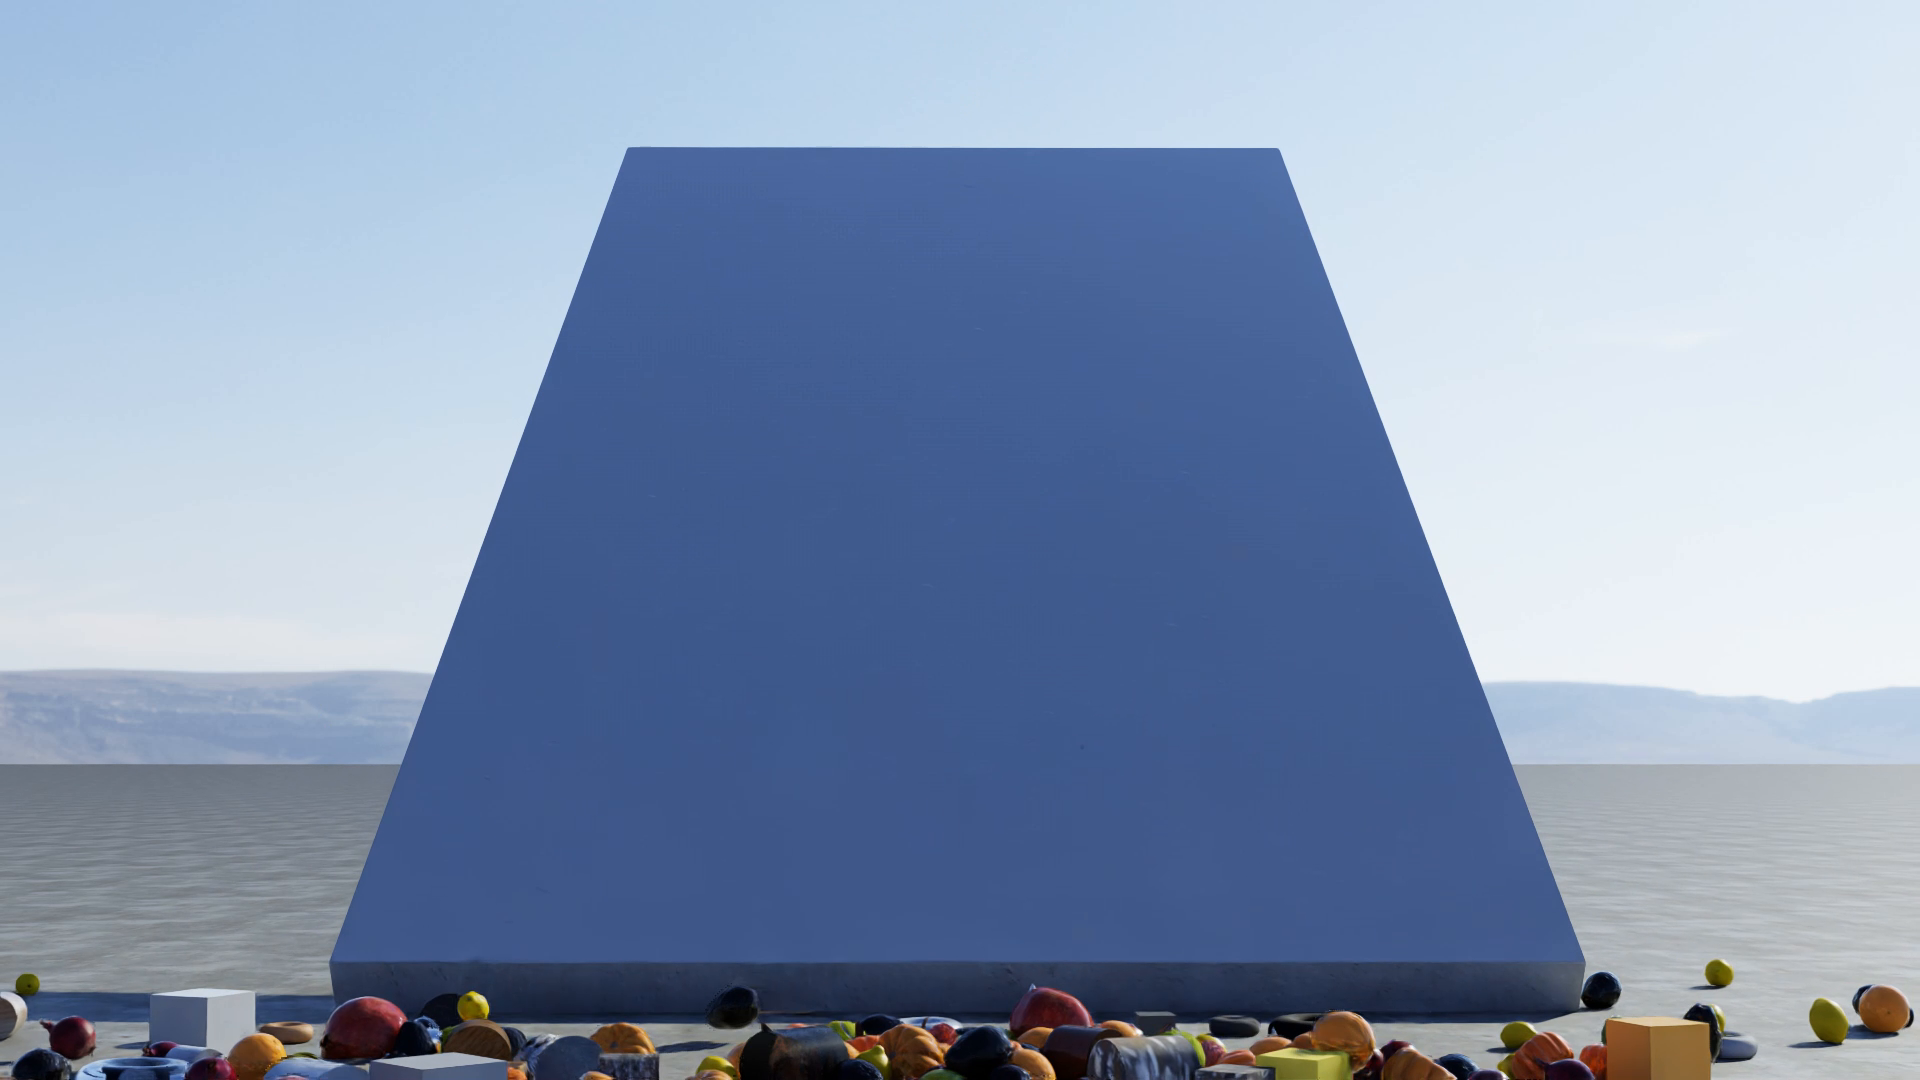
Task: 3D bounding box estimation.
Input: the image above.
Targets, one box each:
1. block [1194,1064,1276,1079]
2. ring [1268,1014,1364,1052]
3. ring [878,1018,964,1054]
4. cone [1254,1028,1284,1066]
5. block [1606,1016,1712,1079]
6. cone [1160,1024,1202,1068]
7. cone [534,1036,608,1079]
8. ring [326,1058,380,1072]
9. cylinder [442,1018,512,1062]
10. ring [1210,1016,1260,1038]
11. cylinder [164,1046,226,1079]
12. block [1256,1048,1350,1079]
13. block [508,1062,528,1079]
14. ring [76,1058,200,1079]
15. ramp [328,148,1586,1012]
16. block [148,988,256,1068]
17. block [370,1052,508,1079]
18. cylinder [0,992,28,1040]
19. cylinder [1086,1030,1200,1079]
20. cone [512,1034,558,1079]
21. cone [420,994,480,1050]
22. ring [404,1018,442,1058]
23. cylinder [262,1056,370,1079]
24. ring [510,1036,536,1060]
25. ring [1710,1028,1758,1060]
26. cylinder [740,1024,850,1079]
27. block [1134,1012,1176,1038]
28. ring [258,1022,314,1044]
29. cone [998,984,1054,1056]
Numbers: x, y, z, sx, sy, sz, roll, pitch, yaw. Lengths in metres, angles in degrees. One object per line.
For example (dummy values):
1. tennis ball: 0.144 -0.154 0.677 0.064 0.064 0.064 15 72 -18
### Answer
1. block: 0.304 0.618 2.636 0.065 0.065 0.065 -4 -6 34
2. ring: 0.500 0.693 3.349 0.136 0.045 0.136 0 -4 0
3. ring: -0.054 0.696 3.352 0.122 0.041 0.122 -1 -5 0
4. cone: 0.410 0.666 3.118 0.057 0.057 0.057 0 -5 0
5. block: 0.853 0.632 2.915 0.087 0.087 0.087 2 -6 -21
6. cone: 0.288 0.676 3.097 0.072 0.072 0.072 27 -8 -5
7. cone: -0.458 0.651 2.859 0.087 0.087 0.087 0 -32 1
8. ring: -0.737 0.647 2.846 0.139 0.046 0.139 -1 -6 0
9. cylinder: -0.595 0.636 2.936 0.084 0.084 0.084 1 -5 -11
10. ring: 0.406 0.719 3.527 0.075 0.025 0.075 1 -4 0
11. cylinder: -0.940 0.650 2.929 0.055 0.055 0.055 -3 -6 35
12. block: 0.385 0.614 2.671 0.077 0.077 0.077 -4 -6 36
13. block: -0.537 0.639 2.792 0.051 0.051 0.051 0 -5 0
14. ring: -0.979 0.645 2.840 0.143 0.048 0.143 1 -6 0
15. ramp: -0.011 -0.223 5.584 2.000 0.100 4.000 0 28 0
16. block: -1.011 0.653 3.185 0.095 0.095 0.095 -2 -6 23
17. block: -0.533 0.582 2.435 0.100 0.100 0.100 5 -7 -44
18. cylinder: -1.403 0.695 3.482 0.065 0.065 0.065 1 -5 -8
19. cylinder: 0.207 0.607 2.678 0.095 0.095 0.095 -7 -1 -30
20. cone: -0.497 0.659 2.923 0.077 0.077 0.077 29 14 36
21. cone: -0.722 0.698 3.375 0.086 0.086 0.086 1 -32 -11
22. ring: -0.671 0.641 2.982 0.029 0.087 0.087 7 -8 -33
23. cylinder: -0.660 0.585 2.455 0.097 0.097 0.097 5 -7 -44
24. ring: -0.583 0.694 3.255 0.080 0.027 0.080 -1 -4 0
25. ring: 1.047 0.693 3.278 0.094 0.031 0.094 0 -1 0
26. cylinder: -0.194 0.619 2.795 0.092 0.092 0.092 -4 -7 40
27. block: 0.273 0.689 3.340 0.051 0.051 0.051 0 -5 -5
28. ring: -0.972 0.711 3.441 0.077 0.026 0.077 0 -4 0
29. cone: 0.102 0.666 3.332 0.096 0.096 0.096 0 -5 0
